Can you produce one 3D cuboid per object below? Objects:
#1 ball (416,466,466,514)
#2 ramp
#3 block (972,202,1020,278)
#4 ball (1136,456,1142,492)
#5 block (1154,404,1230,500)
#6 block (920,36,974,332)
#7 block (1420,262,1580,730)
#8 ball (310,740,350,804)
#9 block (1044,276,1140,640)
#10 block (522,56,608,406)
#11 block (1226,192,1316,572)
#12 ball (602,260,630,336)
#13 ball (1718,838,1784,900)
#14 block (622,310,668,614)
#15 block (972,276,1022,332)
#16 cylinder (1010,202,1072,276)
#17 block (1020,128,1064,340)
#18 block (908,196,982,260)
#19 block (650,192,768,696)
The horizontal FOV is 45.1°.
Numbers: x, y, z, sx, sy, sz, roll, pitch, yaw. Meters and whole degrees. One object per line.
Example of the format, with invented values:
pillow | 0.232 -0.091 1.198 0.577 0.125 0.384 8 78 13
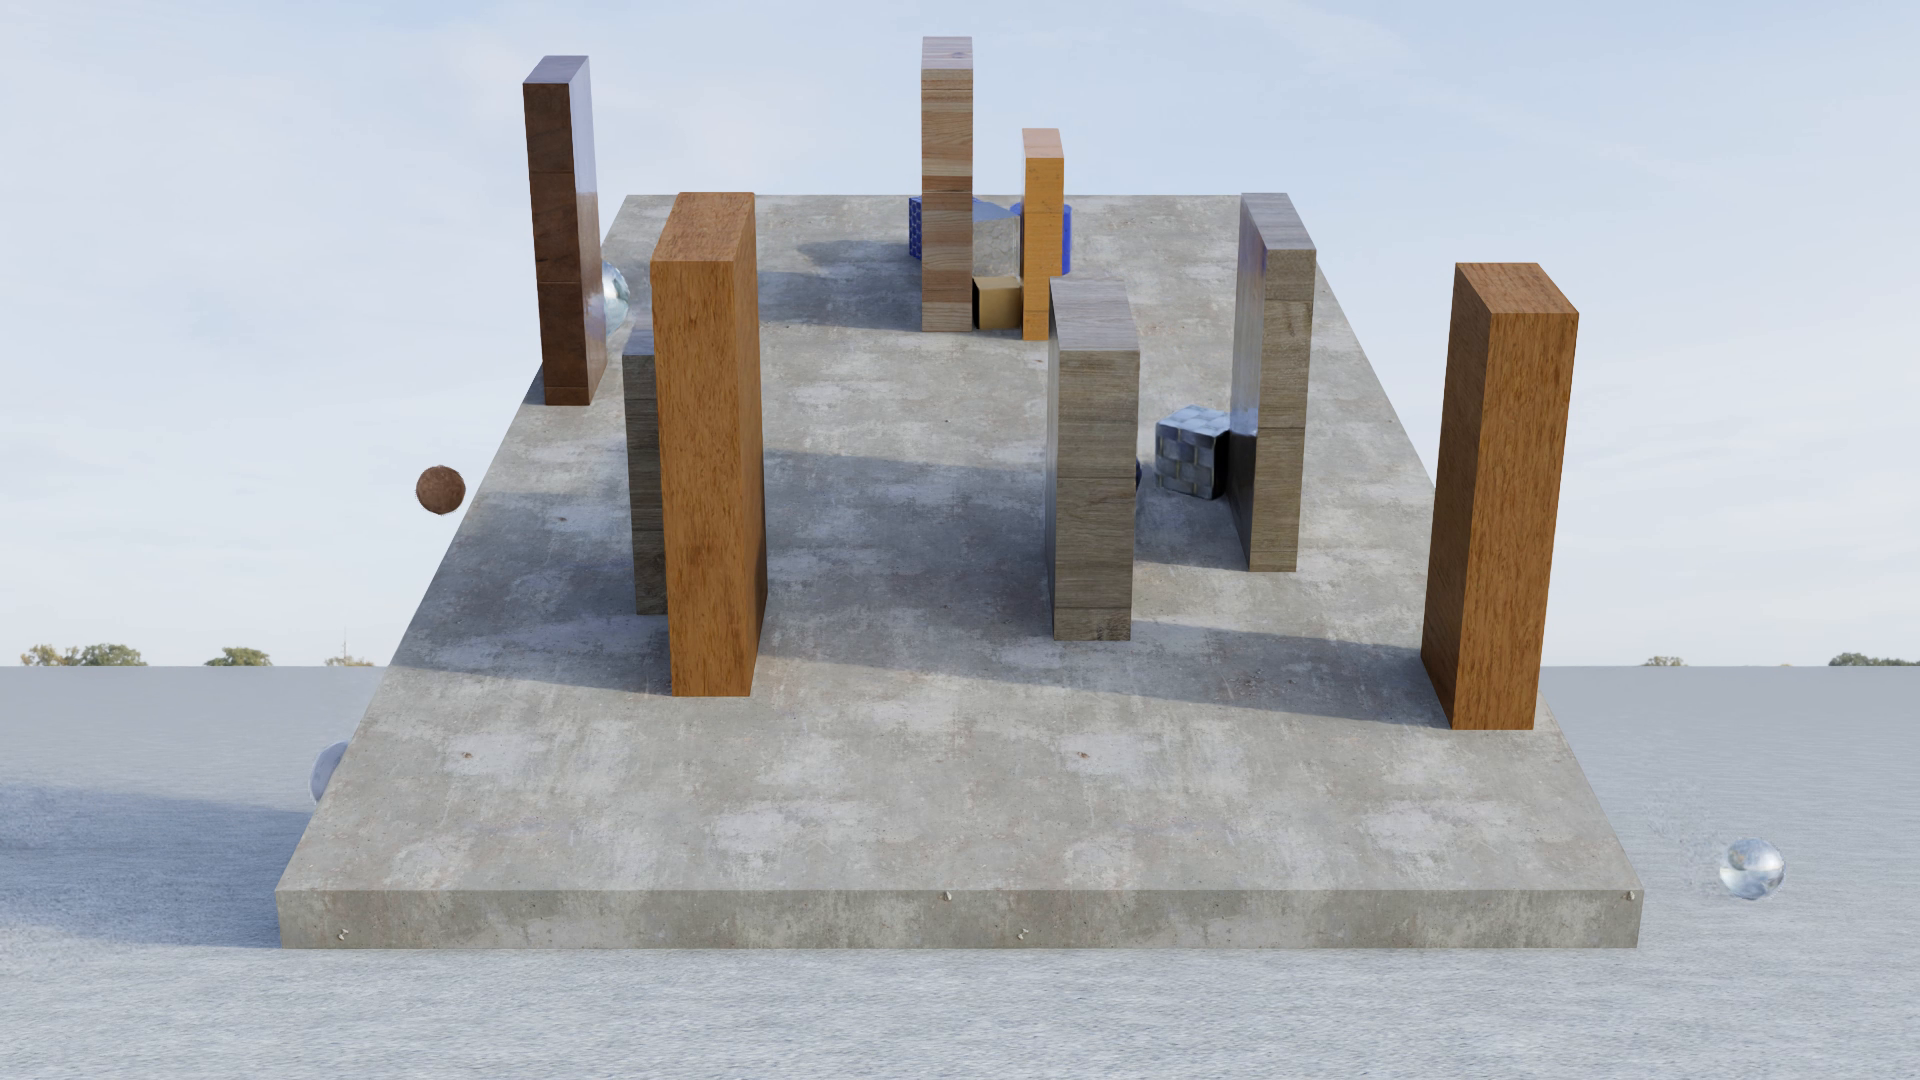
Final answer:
ball | -1.244 -0.120 5.537 0.117 0.117 0.117 0 -3 0
ramp | -0.007 -0.225 5.235 2.000 0.100 4.000 0 23 0
block | 0.046 -0.803 6.250 0.169 0.169 0.169 -12 26 -26
ball | 0.286 -0.131 4.576 0.146 0.146 0.146 0 -3 0
block | 0.505 -0.184 4.831 0.142 0.142 0.142 16 28 33
block | -0.032 -0.906 5.861 0.125 0.662 0.407 0 23 0
block | 0.884 -0.071 3.826 0.135 0.722 0.279 0 23 0
ball | -1.405 0.551 5.325 0.180 0.180 0.180 0 -3 0
block | 0.237 -0.157 4.247 0.137 0.547 0.440 0 23 0
block | -0.899 -0.708 5.292 0.101 0.741 0.305 0 23 0
block | 0.600 -0.312 4.498 0.090 0.638 0.408 0 23 0
ball | -0.906 -0.586 5.621 0.205 0.205 0.205 0 -3 0
ball | 1.406 0.584 4.108 0.109 0.109 0.109 0 -3 0
block | -0.550 -0.144 4.272 0.089 0.502 0.261 0 23 0
block | 0.093 -0.598 5.844 0.109 0.109 0.109 -4 23 -9
cylinder | 0.219 -0.818 6.283 0.170 0.170 0.170 0 23 0
block | 0.203 -0.769 5.797 0.094 0.461 0.313 0 23 0
block | -0.032 -0.857 6.386 0.162 0.162 0.162 -12 26 -26
block | -0.425 -0.170 3.994 0.132 0.769 0.431 0 23 0
